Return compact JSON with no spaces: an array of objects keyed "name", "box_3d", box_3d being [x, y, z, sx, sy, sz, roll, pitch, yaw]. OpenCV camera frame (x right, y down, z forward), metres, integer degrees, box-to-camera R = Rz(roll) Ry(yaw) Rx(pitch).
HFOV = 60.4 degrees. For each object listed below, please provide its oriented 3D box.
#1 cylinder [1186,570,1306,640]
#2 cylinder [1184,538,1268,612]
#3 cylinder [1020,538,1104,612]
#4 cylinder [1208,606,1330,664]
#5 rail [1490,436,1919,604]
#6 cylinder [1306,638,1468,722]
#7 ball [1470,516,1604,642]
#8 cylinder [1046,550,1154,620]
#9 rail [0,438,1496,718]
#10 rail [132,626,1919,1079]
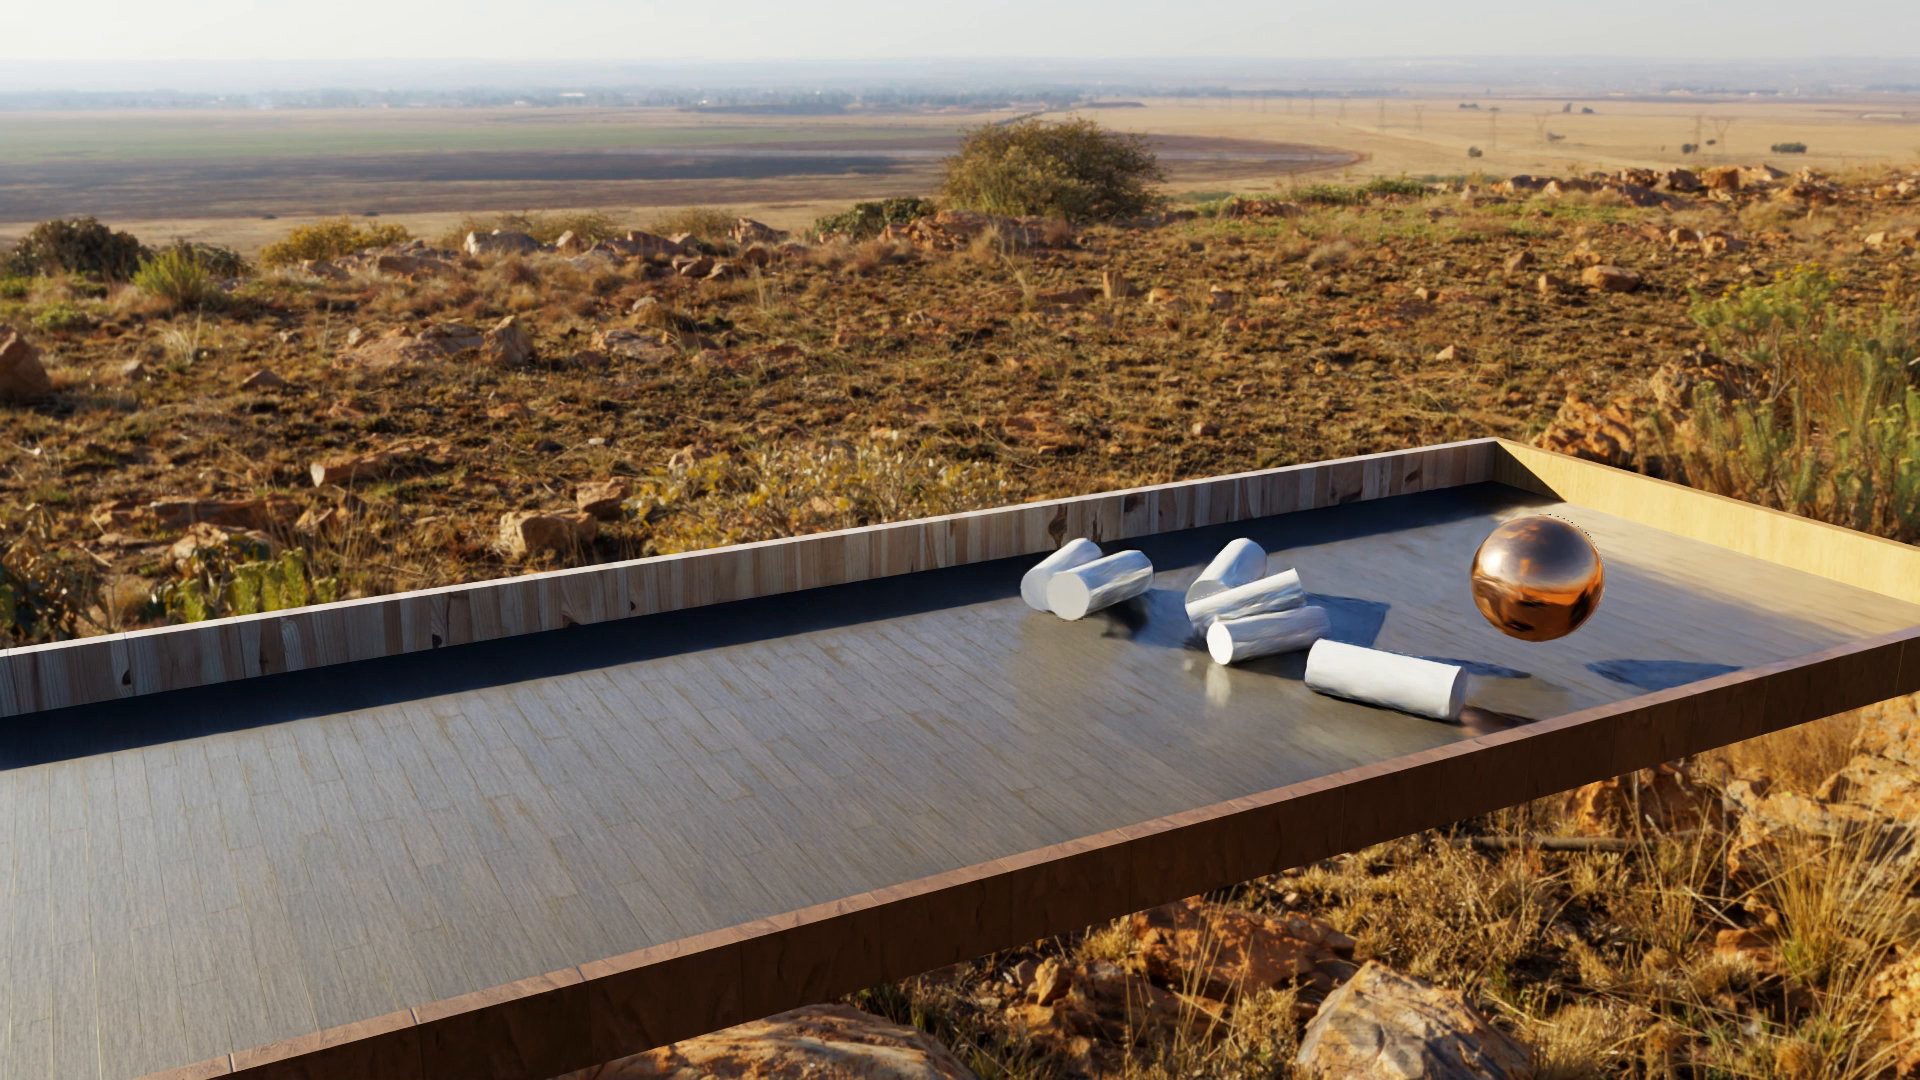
[{"name":"cylinder","box_3d":[0.761,0.172,4.393,0.302,0.100,0.100,-19,15,7]},{"name":"cylinder","box_3d":[0.762,0.120,4.694,0.143,0.143,0.425,6,18,21]},{"name":"cylinder","box_3d":[0.300,0.099,4.792,0.128,0.128,0.330,8,18,24]},{"name":"cylinder","box_3d":[0.811,0.248,4.318,0.314,0.109,0.109,-8,18,-25]},{"name":"rail","box_3d":[2.466,-0.048,5.253,0.050,0.150,2.100,-9,18,-27]},{"name":"cylinder","box_3d":[1.027,0.336,3.981,0.354,0.130,0.130,11,20,33]},{"name":"ball","box_3d":[1.483,0.100,4.246,0.324,0.324,0.324,0,16,0]},{"name":"cylinder","box_3d":[0.399,0.122,4.641,0.133,0.133,0.397,10,14,31]},{"name":"rail","box_3d":[-3.305,0.497,3.399,12.000,0.150,0.050,-9,18,-27]},{"name":"rail","box_3d":[-2.336,1.006,1.665,12.000,0.150,0.050,-9,18,-27]}]
